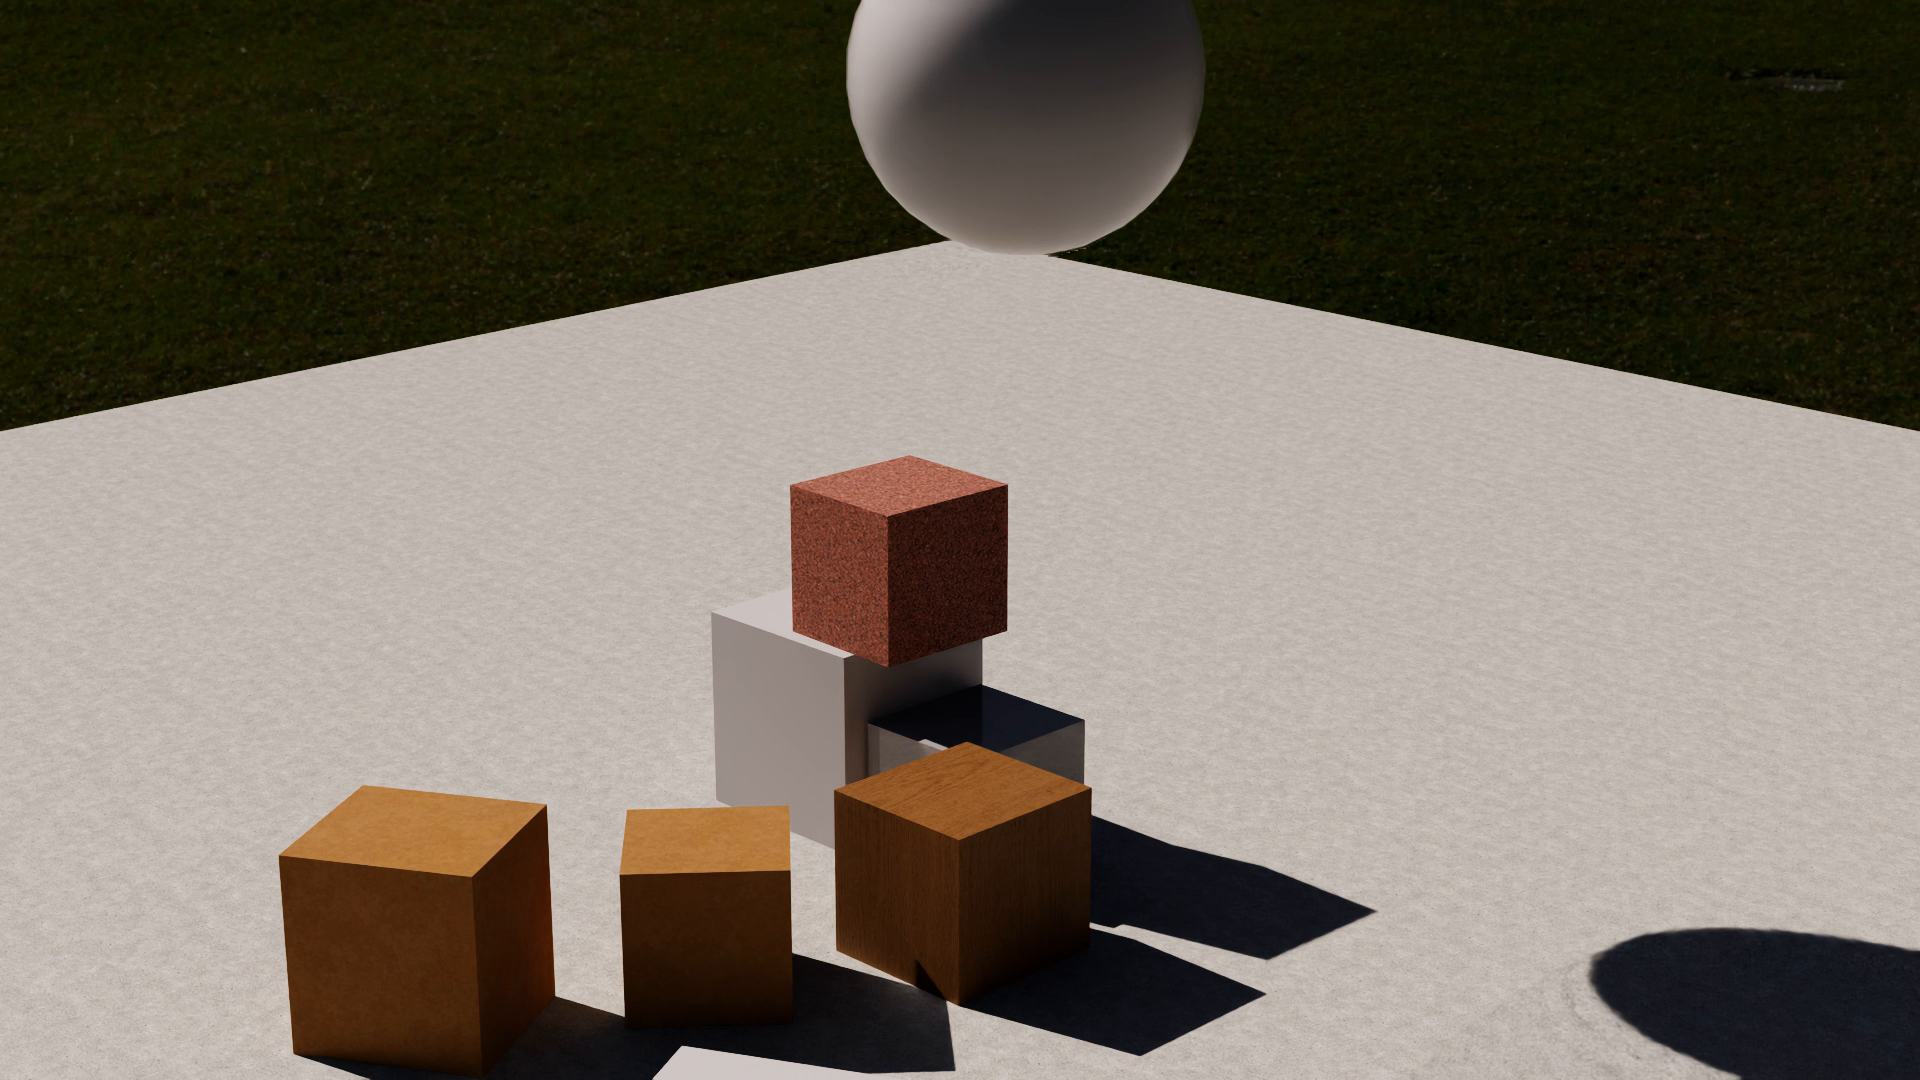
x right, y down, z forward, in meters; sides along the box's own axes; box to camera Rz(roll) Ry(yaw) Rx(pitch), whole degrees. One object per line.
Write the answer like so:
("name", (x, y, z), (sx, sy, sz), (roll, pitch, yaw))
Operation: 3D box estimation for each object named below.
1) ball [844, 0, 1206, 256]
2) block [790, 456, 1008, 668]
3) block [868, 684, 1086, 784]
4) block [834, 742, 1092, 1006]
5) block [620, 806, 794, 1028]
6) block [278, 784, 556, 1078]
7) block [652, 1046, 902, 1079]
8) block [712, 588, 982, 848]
("ball", (0.290, -2.063, 12.998), (1.600, 1.600, 1.600), (0, 17, 0))
("block", (-0.281, 0.086, 13.635), (0.743, 0.716, 0.679), (-16, 23, -40))
("block", (0.077, 1.142, 13.649), (0.739, 0.636, 0.683), (-17, 24, -42))
("block", (0.013, 1.416, 12.592), (0.799, 0.748, 0.755), (-17, 24, -42))
("block", (-1.047, 1.564, 12.225), (0.687, 0.686, 0.676), (-1, 17, -3))
("block", (-2.185, 1.573, 11.894), (0.820, 0.866, 0.754), (5, 18, 14))
("block", (-0.692, 2.277, 9.833), (0.837, 0.759, 0.814), (5, 18, 17))
("block", (-0.541, 0.808, 14.151), (0.932, 0.972, 0.904), (17, 24, 42))
